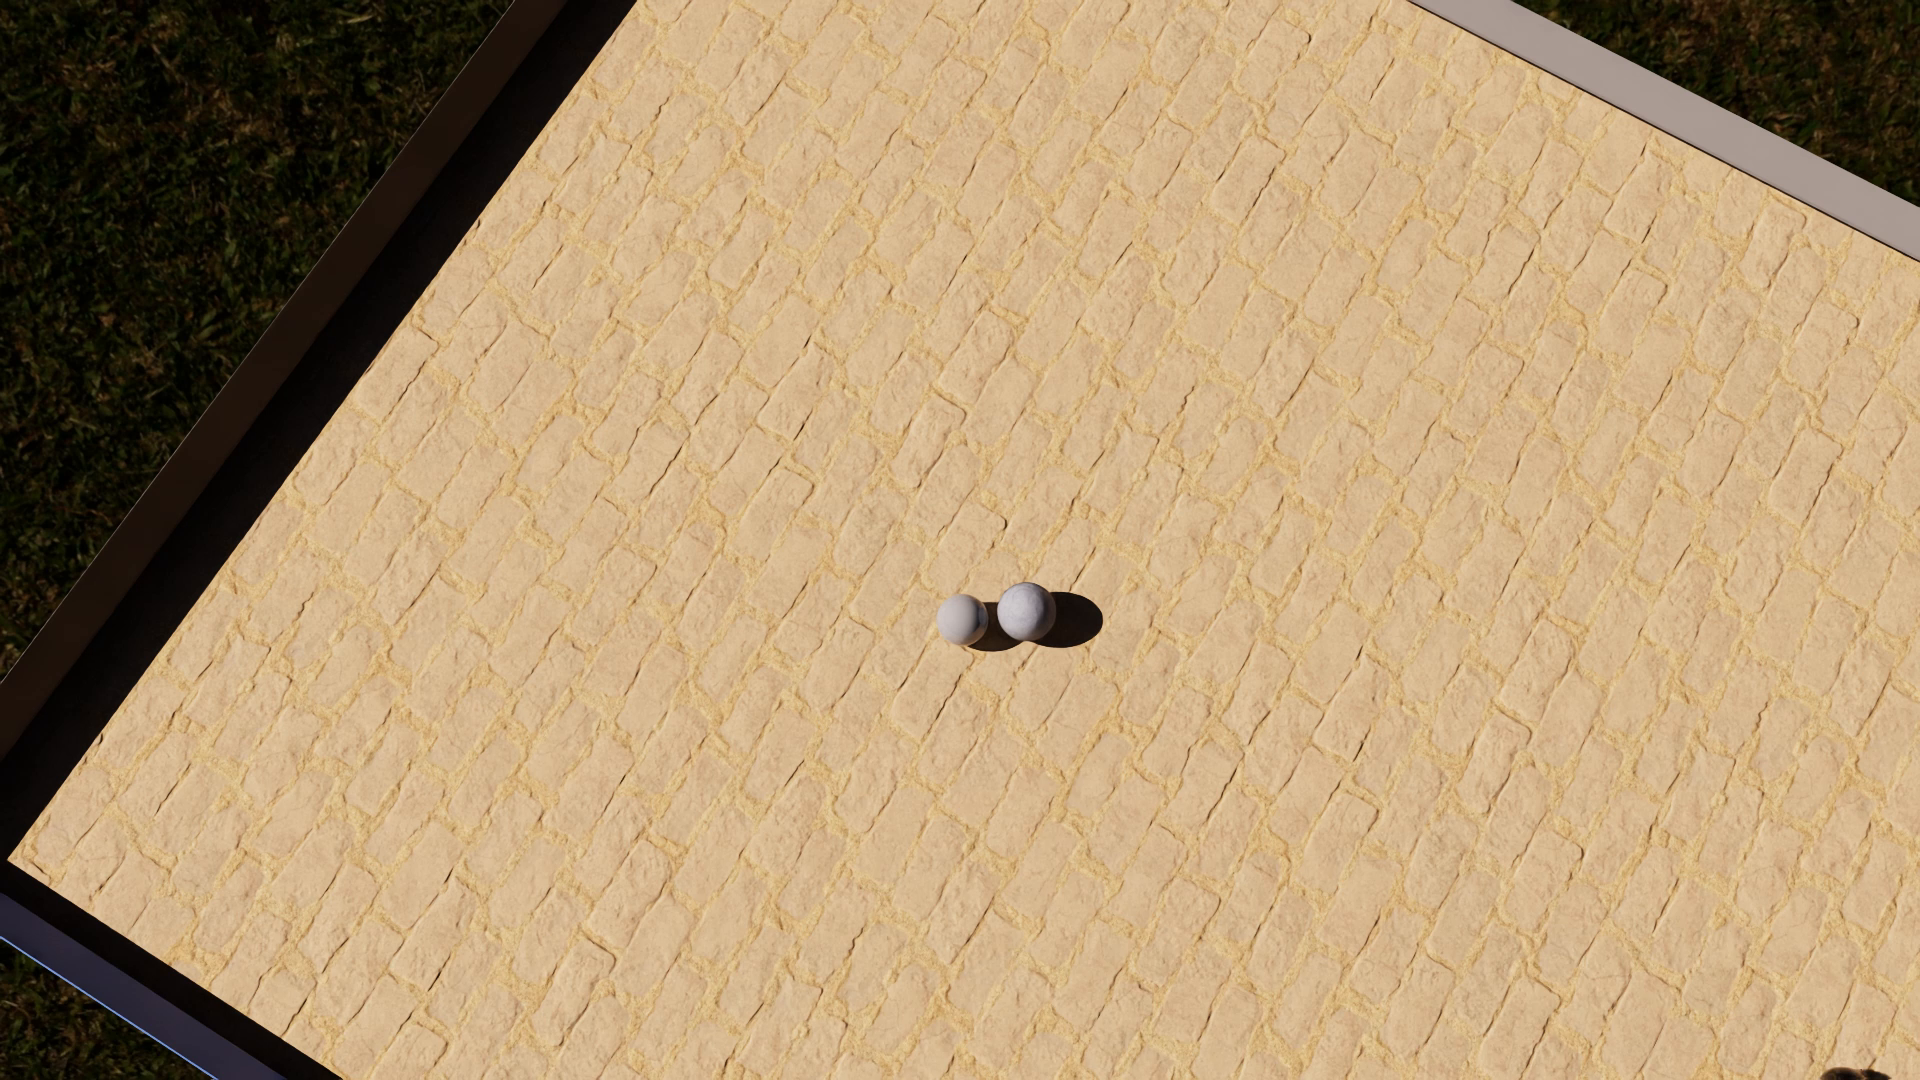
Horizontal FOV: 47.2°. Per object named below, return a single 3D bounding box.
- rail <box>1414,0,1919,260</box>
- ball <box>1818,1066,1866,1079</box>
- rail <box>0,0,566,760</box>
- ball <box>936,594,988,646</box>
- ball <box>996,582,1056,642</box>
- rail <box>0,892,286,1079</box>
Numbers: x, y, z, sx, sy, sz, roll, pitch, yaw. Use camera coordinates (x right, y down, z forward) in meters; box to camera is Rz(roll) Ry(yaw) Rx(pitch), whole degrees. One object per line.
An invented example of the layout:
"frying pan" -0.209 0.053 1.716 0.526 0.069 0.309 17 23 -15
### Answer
"rail" 1.552 -0.459 3.508 4.339 0.118 0.045 30 75 9
"ball" 1.261 0.790 3.139 0.075 0.075 0.075 0 73 0
"rail" -0.909 -0.527 3.529 0.045 0.118 2.463 30 75 9
"ball" 0.004 0.121 3.346 0.080 0.080 0.080 0 73 0
"ball" 0.101 0.109 3.345 0.091 0.091 0.091 0 73 0
"rail" 0.307 1.516 2.887 4.339 0.118 0.045 30 75 9
